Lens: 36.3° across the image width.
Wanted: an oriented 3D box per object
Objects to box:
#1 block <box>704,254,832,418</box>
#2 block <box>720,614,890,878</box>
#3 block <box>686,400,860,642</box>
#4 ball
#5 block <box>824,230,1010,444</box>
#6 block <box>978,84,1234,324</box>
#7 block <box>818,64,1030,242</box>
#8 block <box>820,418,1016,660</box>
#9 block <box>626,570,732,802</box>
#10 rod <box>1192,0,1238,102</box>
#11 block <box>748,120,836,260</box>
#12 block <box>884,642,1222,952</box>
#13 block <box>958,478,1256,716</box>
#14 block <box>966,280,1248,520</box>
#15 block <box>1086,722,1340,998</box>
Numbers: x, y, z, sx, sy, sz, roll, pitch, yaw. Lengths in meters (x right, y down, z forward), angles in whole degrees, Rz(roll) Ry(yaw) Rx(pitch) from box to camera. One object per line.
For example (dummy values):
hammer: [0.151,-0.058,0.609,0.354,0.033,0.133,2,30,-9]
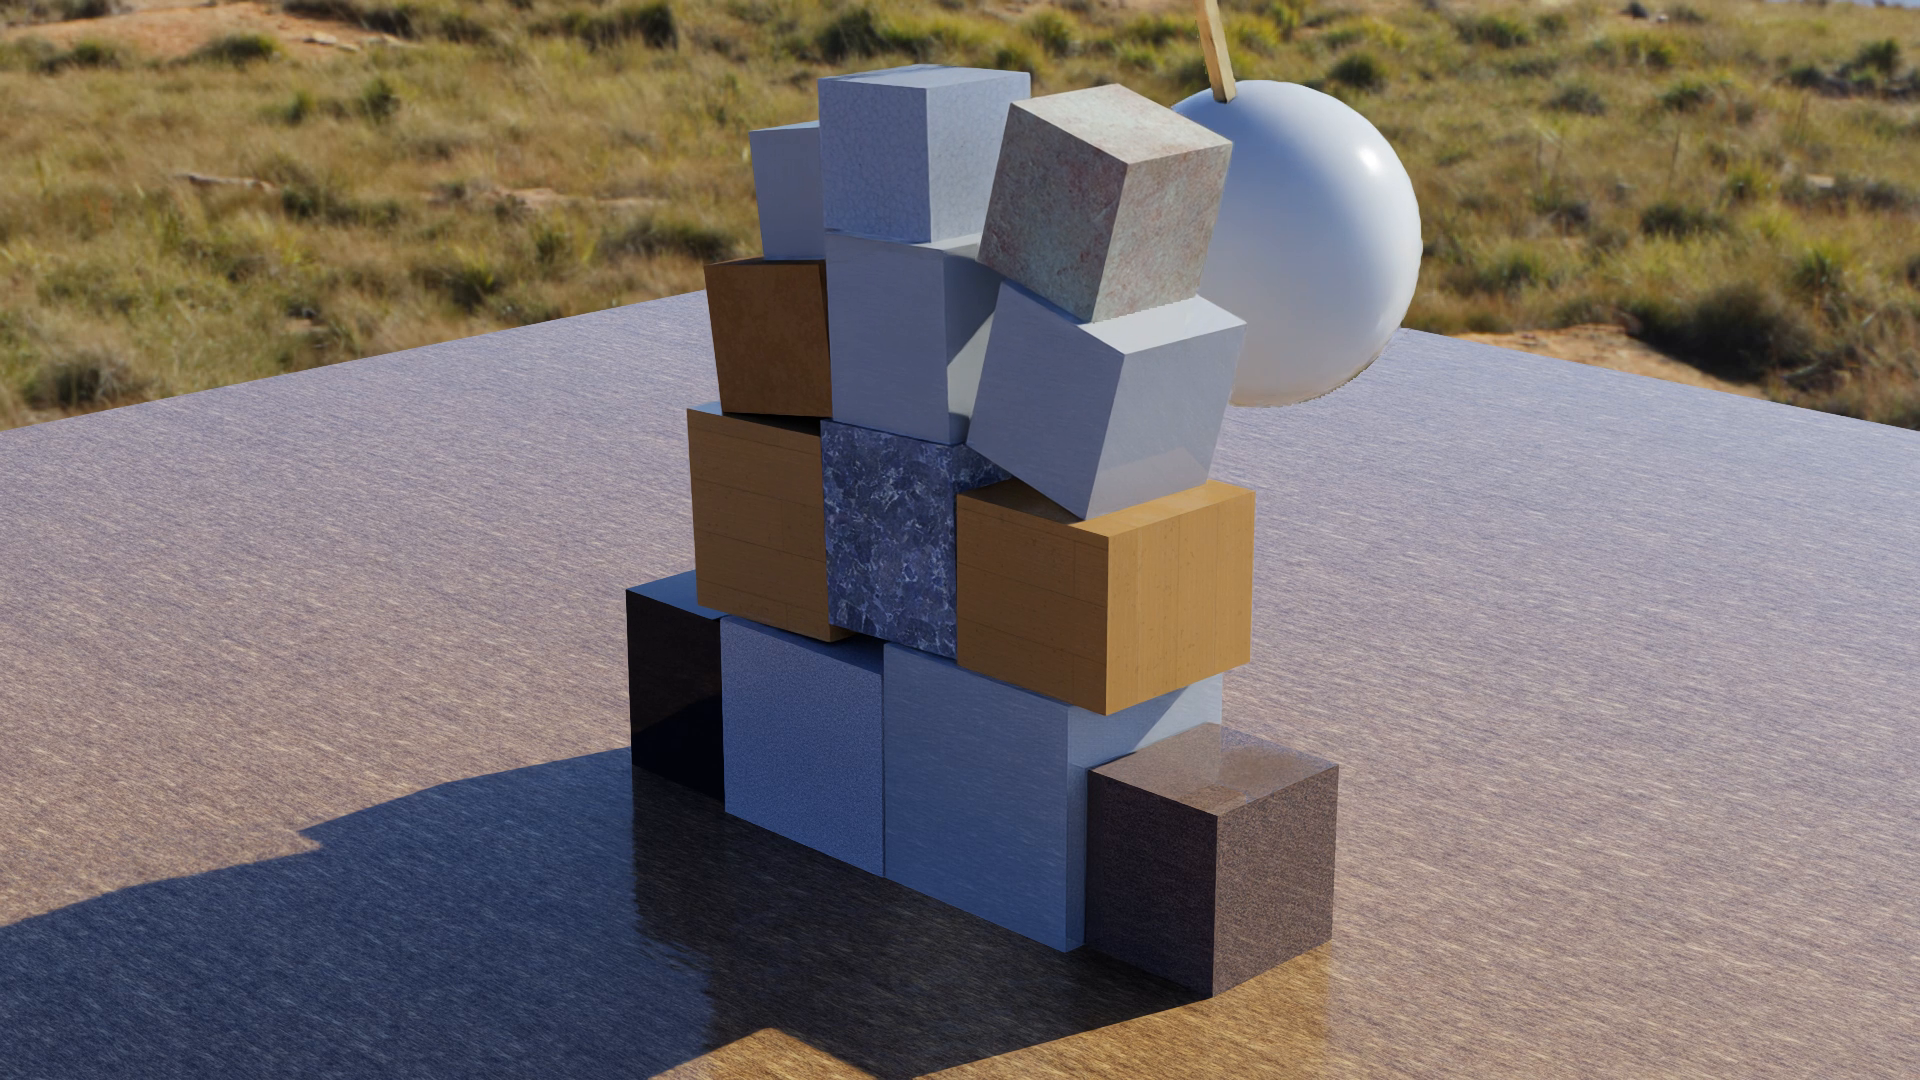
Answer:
block: [-0.589,-0.998,13.658,0.804,0.691,0.803,-17,15,-42]
block: [-0.381,0.850,13.995,1.028,0.987,1.103,-17,24,-42]
block: [-0.621,-0.173,13.954,0.913,0.971,0.941,-17,21,-42]
ball: [1.467,-1.454,14.422,1.600,1.600,1.600,0,17,0]
block: [-0.024,-0.970,13.046,0.741,0.849,0.839,13,22,43]
block: [0.605,-1.418,12.288,0.667,0.715,0.672,33,34,34]
block: [-0.150,-1.718,12.934,0.679,0.659,0.638,13,22,43]
block: [-0.005,-0.101,13.291,0.834,0.957,0.887,13,22,43]
block: [-1.066,0.677,14.644,0.867,0.928,0.793,-17,24,-42]
rod: [0.636,-4.248,12.673,0.080,5.200,0.080,17,44,42]
block: [-0.596,-1.617,13.465,0.493,0.594,0.474,5,16,45]
block: [0.414,1.018,13.217,1.011,1.133,1.124,-17,24,-42]
block: [0.630,0.168,12.726,0.940,0.782,0.878,-17,24,-42]
block: [0.620,-0.663,12.495,0.778,0.776,0.724,-17,40,-43]
block: [1.084,1.361,12.646,0.803,0.821,0.719,-17,24,-42]
